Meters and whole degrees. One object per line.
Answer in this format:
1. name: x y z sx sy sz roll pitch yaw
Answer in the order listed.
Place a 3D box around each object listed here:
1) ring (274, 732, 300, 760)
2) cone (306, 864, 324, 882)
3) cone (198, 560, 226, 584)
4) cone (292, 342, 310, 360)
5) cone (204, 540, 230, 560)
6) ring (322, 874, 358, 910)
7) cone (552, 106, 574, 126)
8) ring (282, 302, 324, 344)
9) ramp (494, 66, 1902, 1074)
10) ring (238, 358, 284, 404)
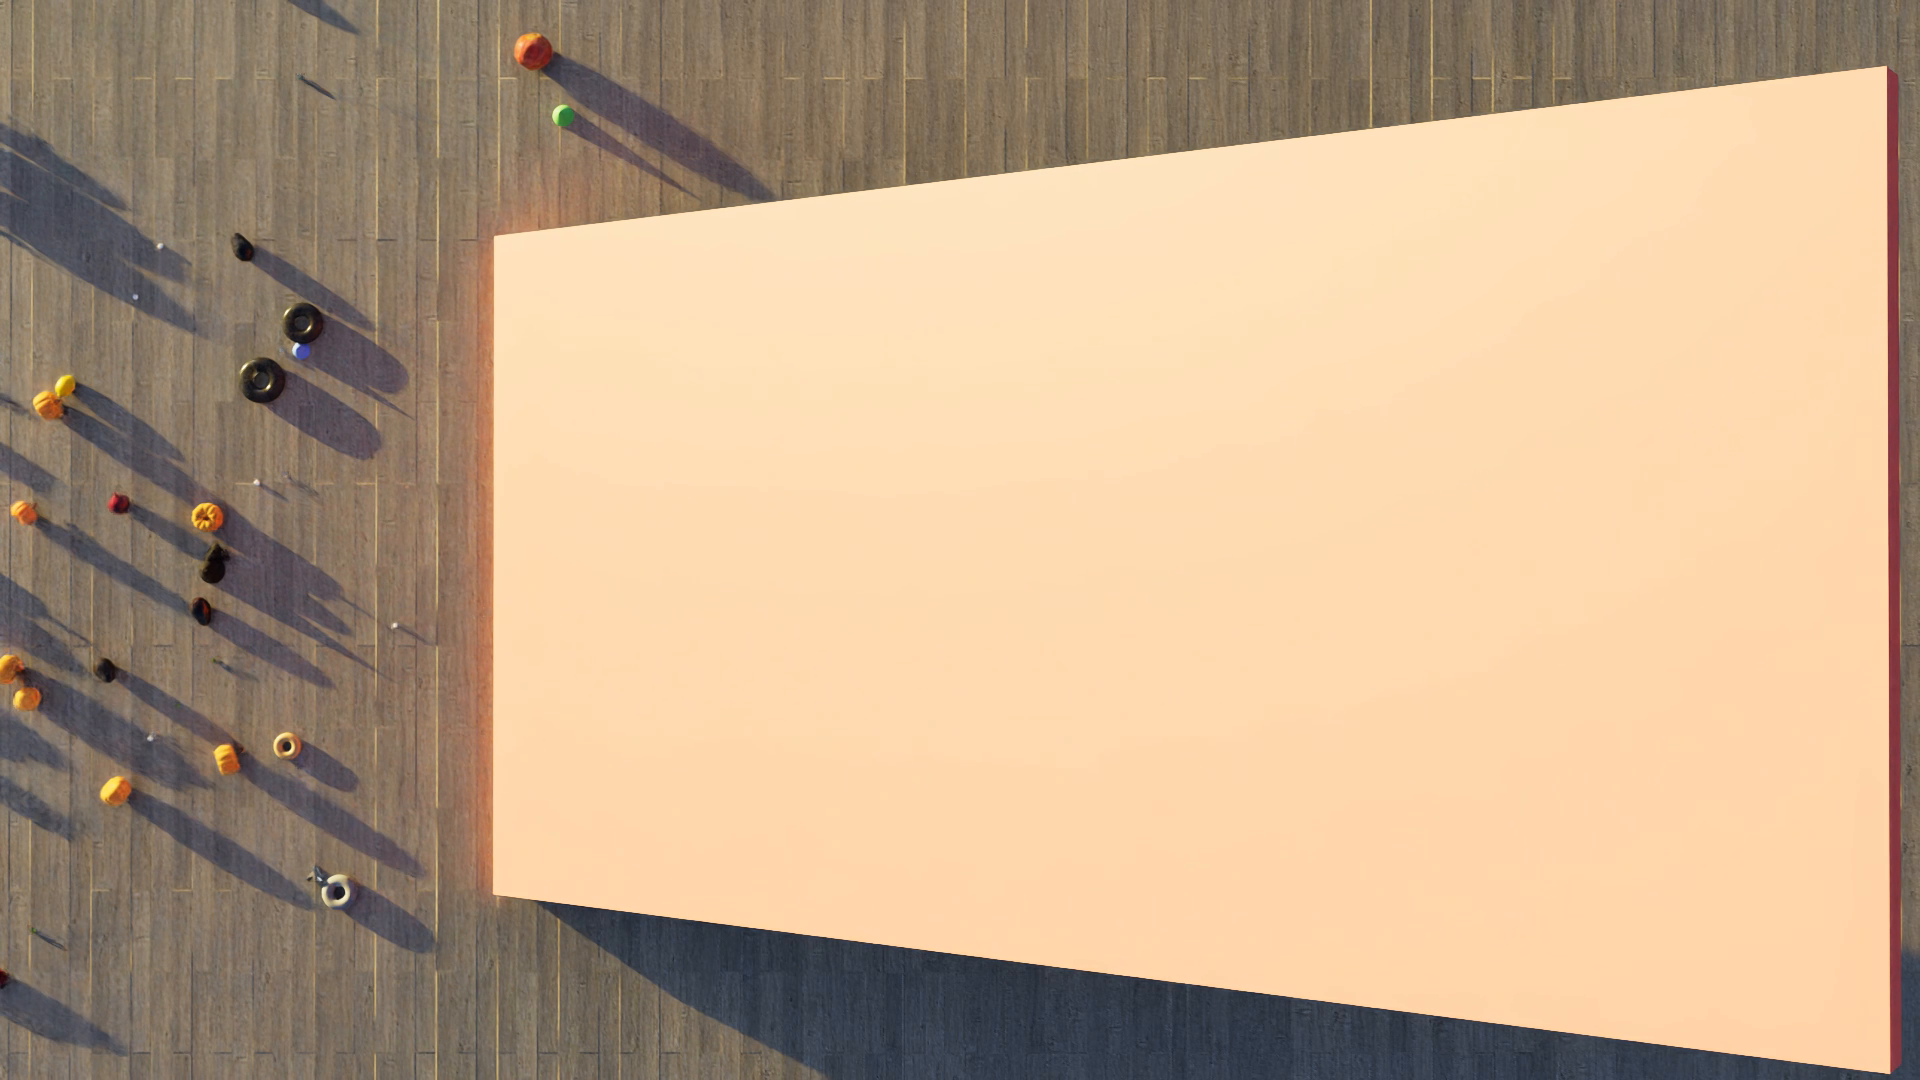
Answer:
1. ring: -2.063 0.633 6.747 0.084 0.028 0.084 0 90 1
2. cone: -1.979 1.017 6.747 0.050 0.050 0.050 -7 63 0
3. cone: -2.301 0.093 6.724 0.082 0.082 0.082 0 90 0
4. cone: -2.028 -0.584 6.743 0.054 0.054 0.054 0 90 0
5. cone: -2.270 0.047 6.750 0.067 0.067 0.067 32 90 -26
6. ring: -1.901 1.080 6.740 0.109 0.036 0.109 0 89 1
7. cone: -1.222 -1.307 6.743 0.066 0.066 0.066 0 90 0
8. ring: -2.018 -0.666 6.750 0.127 0.042 0.127 0 90 -1
9. ramp: 0.242 0.067 5.565 4.000 0.100 2.000 0 89 35
10. ring: -2.143 -0.490 6.746 0.143 0.048 0.143 0 91 -1
